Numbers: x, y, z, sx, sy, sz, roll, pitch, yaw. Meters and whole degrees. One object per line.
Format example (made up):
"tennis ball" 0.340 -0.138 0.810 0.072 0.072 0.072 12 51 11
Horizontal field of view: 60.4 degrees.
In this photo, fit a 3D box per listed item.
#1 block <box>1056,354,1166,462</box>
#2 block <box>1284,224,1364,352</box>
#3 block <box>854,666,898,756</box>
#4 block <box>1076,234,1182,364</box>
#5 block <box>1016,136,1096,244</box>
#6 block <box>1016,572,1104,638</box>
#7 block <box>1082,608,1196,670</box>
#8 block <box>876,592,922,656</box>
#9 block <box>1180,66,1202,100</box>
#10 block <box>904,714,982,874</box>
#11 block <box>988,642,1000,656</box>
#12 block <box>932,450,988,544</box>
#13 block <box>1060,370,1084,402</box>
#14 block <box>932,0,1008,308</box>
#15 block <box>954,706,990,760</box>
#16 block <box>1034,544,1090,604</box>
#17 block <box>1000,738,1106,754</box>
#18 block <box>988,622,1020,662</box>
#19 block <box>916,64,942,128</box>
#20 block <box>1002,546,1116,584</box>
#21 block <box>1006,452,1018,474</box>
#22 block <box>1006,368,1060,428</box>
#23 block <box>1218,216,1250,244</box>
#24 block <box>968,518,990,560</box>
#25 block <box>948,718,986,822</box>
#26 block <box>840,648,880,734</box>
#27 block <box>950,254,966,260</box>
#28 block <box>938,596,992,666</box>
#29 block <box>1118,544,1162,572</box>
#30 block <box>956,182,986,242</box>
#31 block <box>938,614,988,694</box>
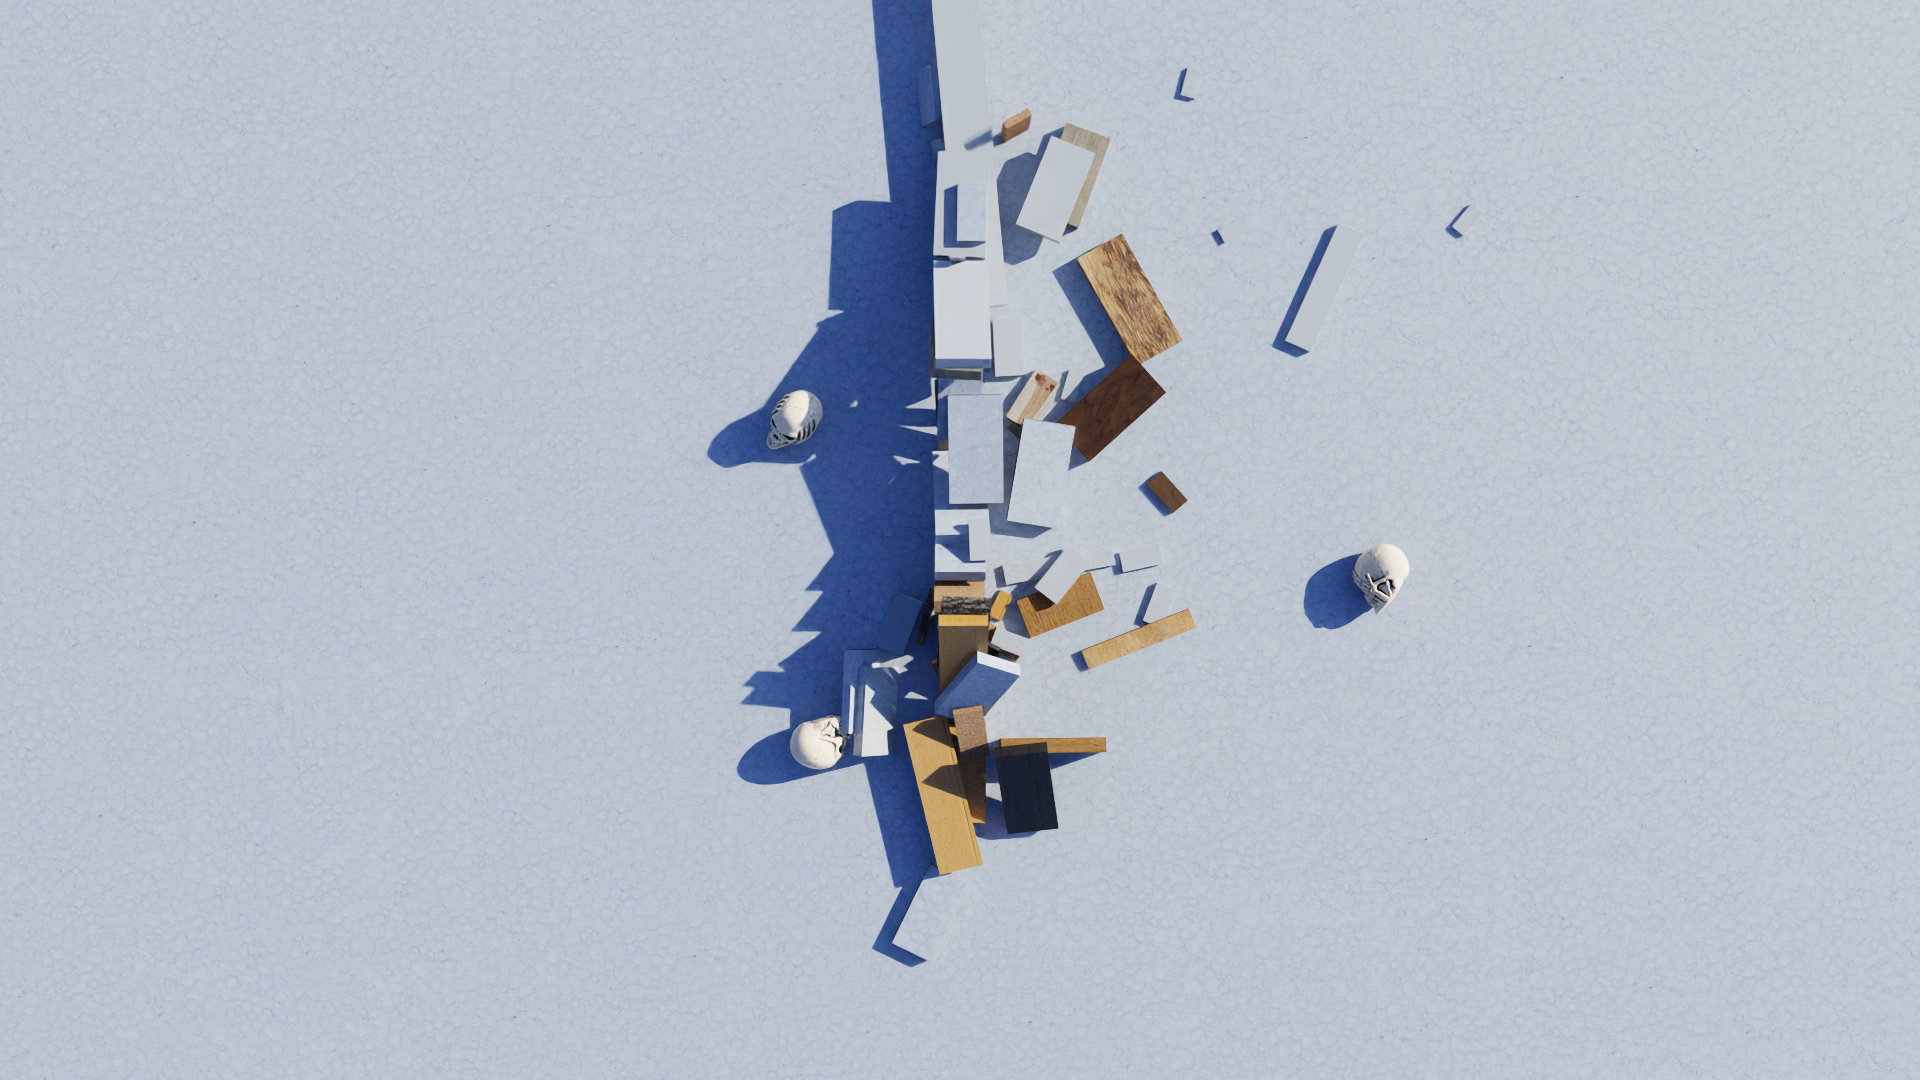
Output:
"block" 0.497 -0.436 5.451 0.340 0.048 0.170 -42 90 8
"block" 1.210 -0.838 5.487 0.091 0.026 0.427 24 90 0
"block" -0.276 0.562 5.434 0.041 0.145 0.290 3 90 44
"block" 0.561 -0.795 5.476 0.170 0.048 0.407 -29 90 0
"block" 0.314 -1.153 5.434 0.156 0.044 0.312 22 90 0
"block" 0.334 0.216 5.481 0.263 0.037 0.131 -21 90 0
"block" 0.593 0.328 5.477 0.380 0.019 0.067 -22 94 3
"block" -0.202 0.277 5.478 0.095 0.027 0.190 22 94 2
"block" 0.769 -1.522 5.493 0.049 0.014 0.097 15 90 0
"block" -0.056 0.836 5.431 0.145 0.041 0.507 -14 90 0
"block" 0.067 0.355 5.472 0.125 0.018 0.063 26 134 0
"block" 0.001 -0.143 5.368 0.173 0.049 0.346 -2 53 -2
"block" 0.373 -0.512 5.493 0.050 0.014 0.101 17 90 0
"block" 0.021 -1.374 5.410 0.156 0.044 1.226 -5 90 0
"block" 0.038 0.630 5.390 0.095 0.027 0.190 -9 122 0
"block" 0.340 0.116 5.455 0.091 0.026 0.182 38 84 10
"block" 0.303 0.674 5.413 0.340 0.170 0.048 -1 82 0
"block" 0.140 0.340 5.491 0.149 0.018 0.063 35 90 0
"block" -0.101 -1.468 5.453 0.026 0.093 0.186 -5 90 -31
"block" 0.329 0.084 5.491 0.370 0.018 0.065 -10 90 0
"block" 0.259 -0.267 5.479 0.190 0.027 0.095 -22 99 0
"block" 0.242 -0.463 5.478 0.095 0.027 0.190 33 85 0
"block" 0.912 -1.033 5.493 0.097 0.014 0.049 -28 90 0
"block" 0.062 0.000 5.237 0.065 0.018 0.130 -2 88 -2
"block" 0.000 0.765 5.476 0.170 0.048 0.340 0 90 0
"block" -0.327 0.497 5.438 0.037 0.131 0.272 3 90 42
"block" -0.009 -0.903 5.290 0.050 0.101 0.014 0 89 0
"block" 0.011 0.294 5.243 0.153 0.307 0.043 3 49 -2
"block" 0.601 0.060 5.491 0.134 0.019 0.067 -12 90 0
"block" 0.038 -1.049 5.280 0.093 0.026 0.186 1 90 0
"block" 0.011 0.408 5.305 0.153 0.481 0.043 0 49 0
